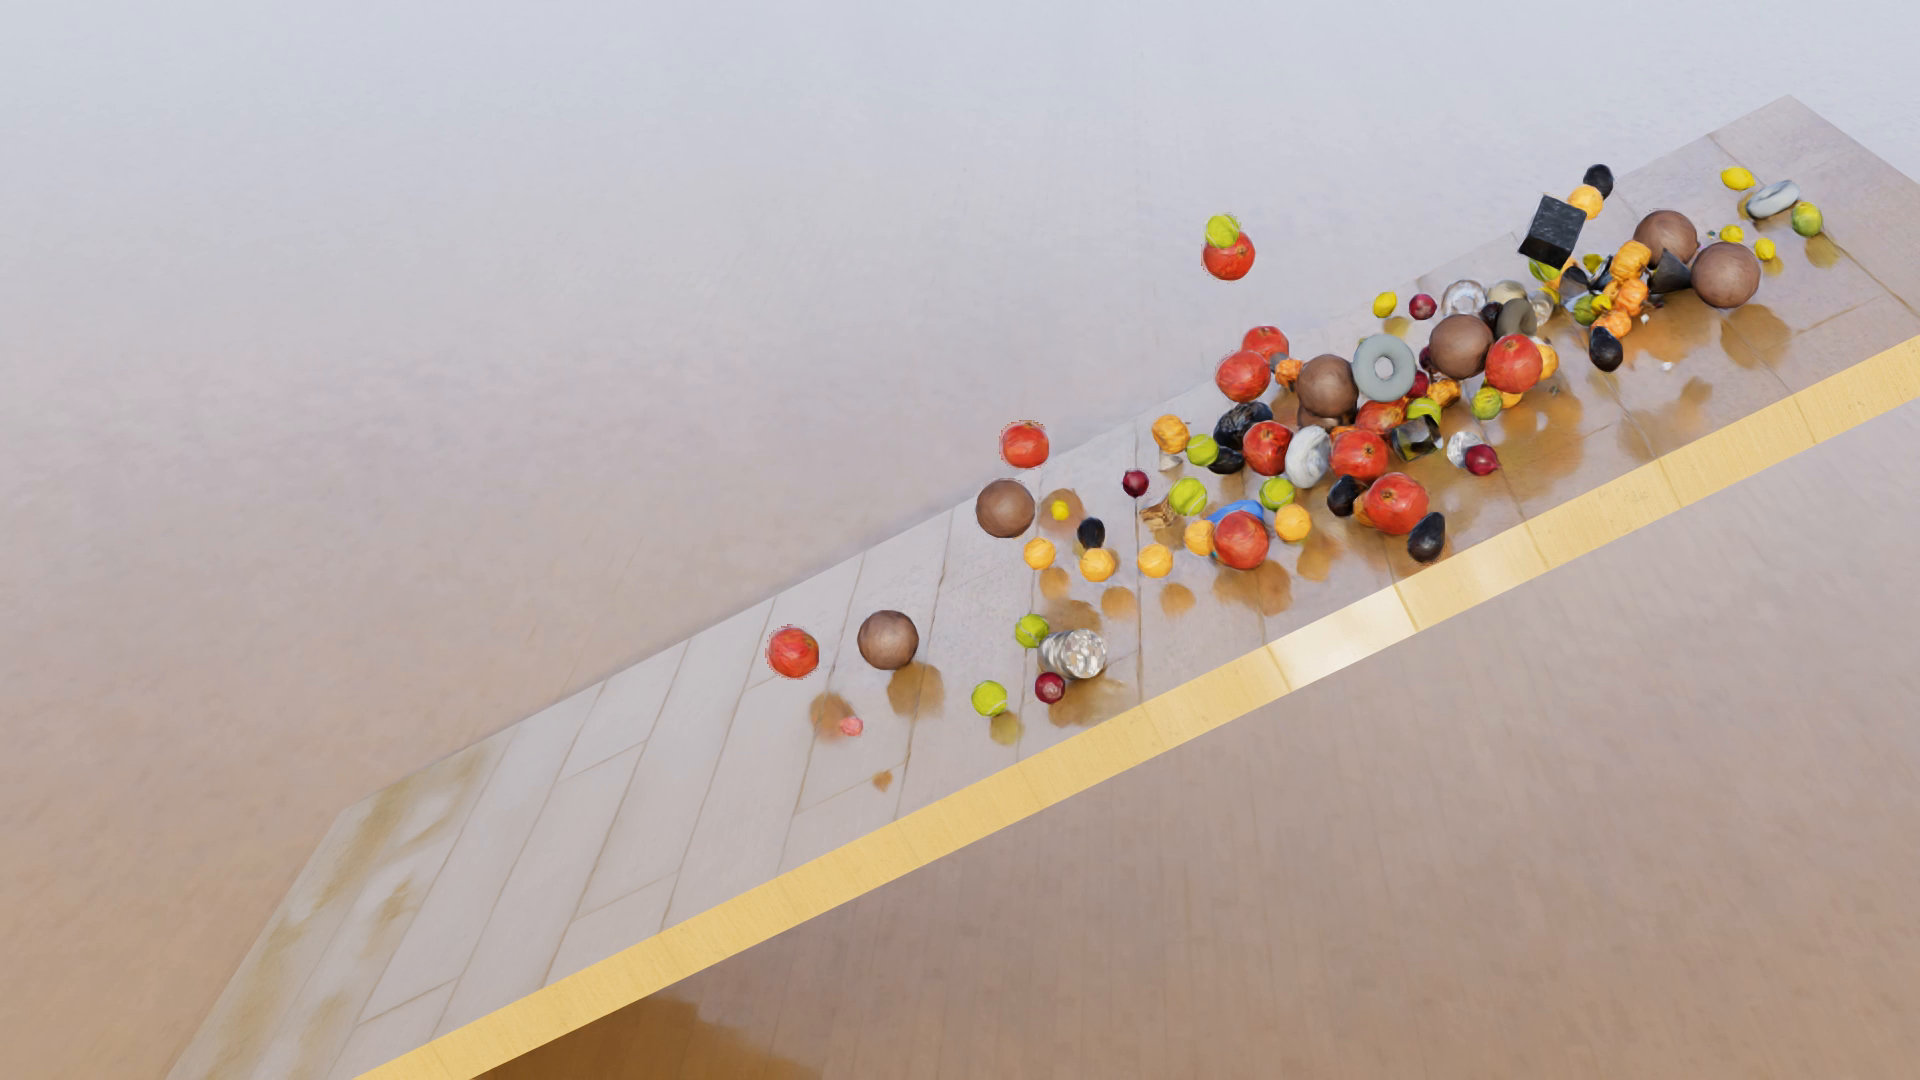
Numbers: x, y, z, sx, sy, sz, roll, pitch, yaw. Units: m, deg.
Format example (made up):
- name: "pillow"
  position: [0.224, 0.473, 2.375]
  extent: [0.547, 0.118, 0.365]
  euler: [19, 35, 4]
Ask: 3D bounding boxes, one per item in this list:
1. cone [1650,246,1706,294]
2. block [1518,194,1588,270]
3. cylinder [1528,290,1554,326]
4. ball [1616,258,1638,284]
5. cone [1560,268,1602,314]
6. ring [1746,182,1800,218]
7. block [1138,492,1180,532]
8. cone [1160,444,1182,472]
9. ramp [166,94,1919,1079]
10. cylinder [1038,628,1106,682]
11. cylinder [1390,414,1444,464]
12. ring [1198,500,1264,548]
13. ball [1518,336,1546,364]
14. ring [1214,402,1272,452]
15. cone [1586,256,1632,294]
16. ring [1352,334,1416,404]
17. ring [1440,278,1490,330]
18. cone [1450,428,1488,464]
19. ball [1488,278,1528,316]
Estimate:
- name: "cone"
  position: [1.429, -0.518, 5.823]
  extent: [0.100, 0.100, 0.100]
  euler: [18, 21, 13]
- name: "block"
  position: [1.171, -0.608, 5.813]
  extent: [0.093, 0.093, 0.093]
  euler: [23, -17, 4]
- name: "cylinder"
  position: [1.213, -0.486, 6.172]
  extent: [0.059, 0.059, 0.059]
  euler: [7, 28, 20]
- name: "ball"
  position: [1.378, -0.556, 6.101]
  extent: [0.056, 0.056, 0.056]
  euler: [0, 17, 0]
- name: "cone"
  position: [1.318, -0.525, 6.127]
  extent: [0.096, 0.096, 0.096]
  euler: [-8, 19, -27]
- name: "ring"
  position: [1.678, -0.703, 6.074]
  extent: [0.116, 0.039, 0.116]
  euler: [-28, 14, 8]
- name: "block"
  position: [0.421, -0.058, 6.207]
  extent: [0.055, 0.055, 0.055]
  euler: [-20, 17, 33]
- name: "cone"
  position: [0.460, -0.193, 6.592]
  extent: [0.058, 0.058, 0.058]
  euler: [-25, 21, 10]
- name: "ramp"
  position: [0.141, 0.167, 6.281]
  extent: [4.000, 0.100, 2.000]
  euler: [-26, 14, 11]
- name: "cylinder"
  position: [0.209, 0.217, 5.540]
  extent: [0.093, 0.093, 0.093]
  euler: [-11, 0, -31]
- name: "cylinder"
  position: [0.891, -0.198, 5.740]
  extent: [0.076, 0.076, 0.076]
  euler: [-22, 7, 26]
- name: "ring"
  position: [0.542, -0.032, 5.895]
  extent: [0.145, 0.048, 0.145]
  euler: [-28, 12, 7]
- name: "ball"
  position: [1.152, -0.381, 5.922]
  extent: [0.057, 0.057, 0.057]
  euler: [0, 17, 0]
- name: "ring"
  position: [0.623, -0.250, 6.471]
  extent: [0.143, 0.048, 0.143]
  euler: [-27, 29, 16]
- name: "cone"
  position: [1.335, -0.522, 5.985]
  extent: [0.085, 0.085, 0.085]
  euler: [33, 20, -1]
- name: "ring"
  position: [0.843, -0.341, 5.845]
  extent: [0.139, 0.139, 0.046]
  euler: [-7, 0, -21]
- name: "ring"
  position: [1.096, -0.511, 6.378]
  extent: [0.112, 0.112, 0.037]
  euler: [9, 6, 27]
- name: "cone"
  position: [0.963, -0.170, 5.573]
  extent: [0.071, 0.071, 0.071]
  euler: [2, -14, 6]
- name: "ball"
  position: [1.174, -0.519, 6.312]
  extent: [0.084, 0.084, 0.084]
  euler: [0, 17, 0]
